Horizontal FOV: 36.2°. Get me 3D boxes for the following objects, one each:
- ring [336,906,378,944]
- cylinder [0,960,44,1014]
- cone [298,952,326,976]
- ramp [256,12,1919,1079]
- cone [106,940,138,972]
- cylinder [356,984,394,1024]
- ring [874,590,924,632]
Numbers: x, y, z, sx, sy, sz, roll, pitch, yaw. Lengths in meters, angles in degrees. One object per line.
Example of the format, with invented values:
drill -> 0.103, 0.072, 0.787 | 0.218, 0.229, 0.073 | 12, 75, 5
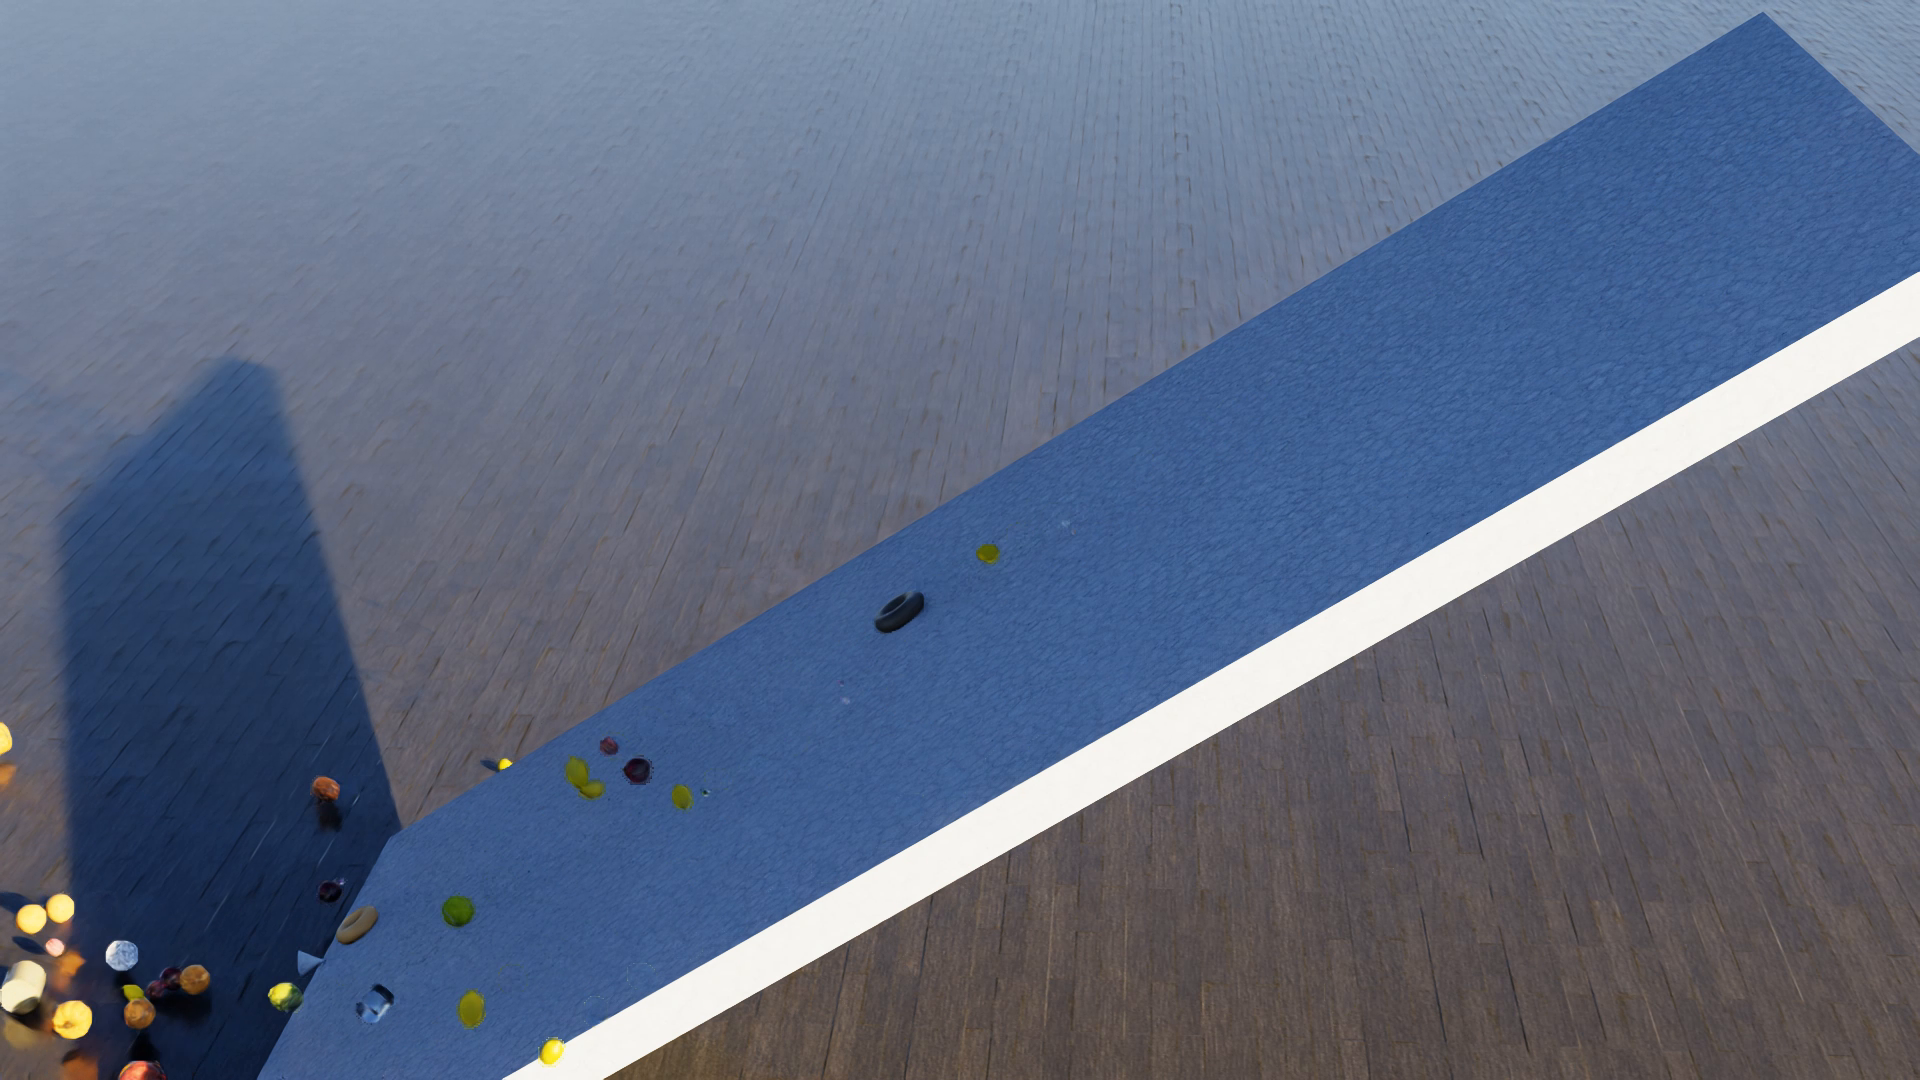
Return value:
ring -> -1.452, 0.927, 7.080 | 0.117, 0.039, 0.117 | -33, 18, 13
cylinder -> -2.238, 1.068, 7.024 | 0.093, 0.093, 0.093 | -4, 29, -11
cone -> -1.549, 1.012, 7.047 | 0.062, 0.062, 0.062 | -7, 20, 1
ramp -> 0.139, 0.171, 6.296 | 4.000, 0.100, 2.000 | -31, 15, 14
cone -> -2.051, 1.025, 7.197 | 0.078, 0.078, 0.078 | -8, -18, -19
cylinder -> -1.270, 1.008, 6.390 | 0.060, 0.060, 0.060 | 10, 39, 24
ring -> -0.136, 0.161, 6.636 | 0.129, 0.043, 0.129 | -33, 15, 10
